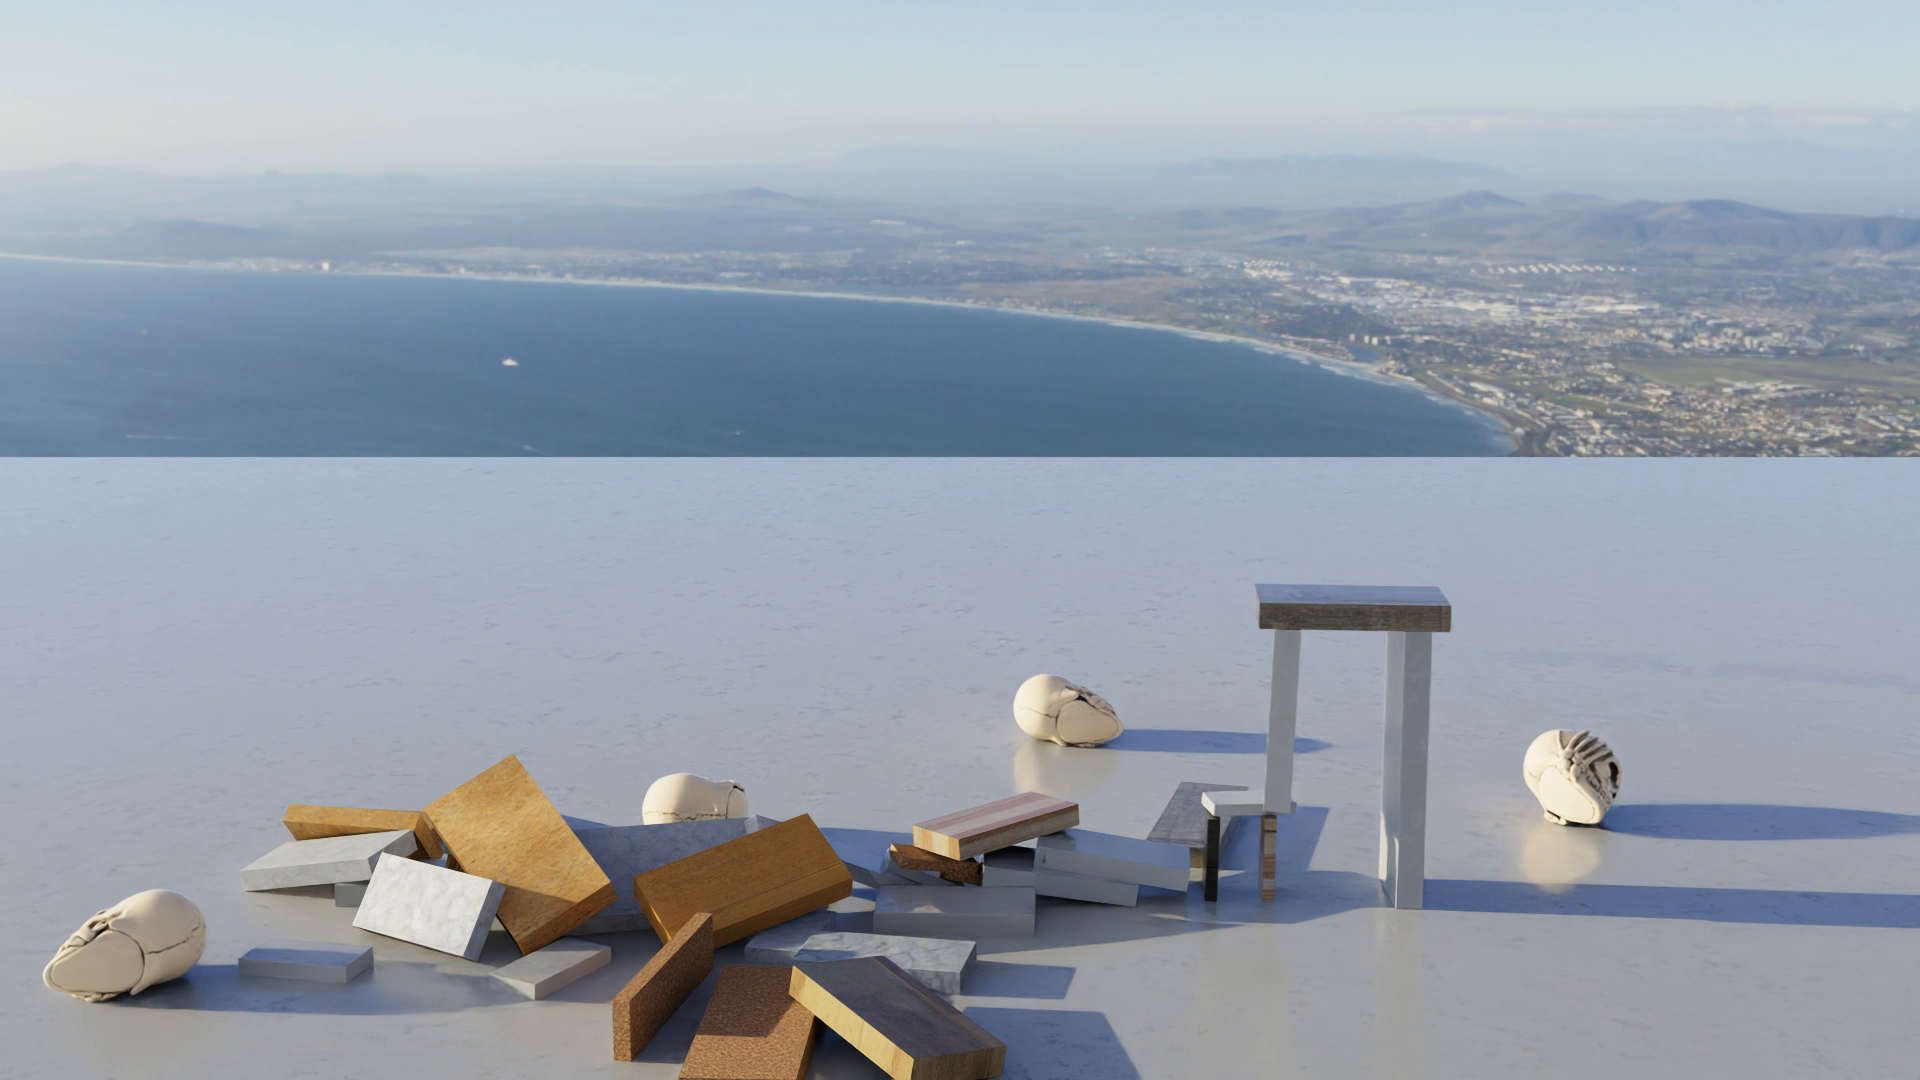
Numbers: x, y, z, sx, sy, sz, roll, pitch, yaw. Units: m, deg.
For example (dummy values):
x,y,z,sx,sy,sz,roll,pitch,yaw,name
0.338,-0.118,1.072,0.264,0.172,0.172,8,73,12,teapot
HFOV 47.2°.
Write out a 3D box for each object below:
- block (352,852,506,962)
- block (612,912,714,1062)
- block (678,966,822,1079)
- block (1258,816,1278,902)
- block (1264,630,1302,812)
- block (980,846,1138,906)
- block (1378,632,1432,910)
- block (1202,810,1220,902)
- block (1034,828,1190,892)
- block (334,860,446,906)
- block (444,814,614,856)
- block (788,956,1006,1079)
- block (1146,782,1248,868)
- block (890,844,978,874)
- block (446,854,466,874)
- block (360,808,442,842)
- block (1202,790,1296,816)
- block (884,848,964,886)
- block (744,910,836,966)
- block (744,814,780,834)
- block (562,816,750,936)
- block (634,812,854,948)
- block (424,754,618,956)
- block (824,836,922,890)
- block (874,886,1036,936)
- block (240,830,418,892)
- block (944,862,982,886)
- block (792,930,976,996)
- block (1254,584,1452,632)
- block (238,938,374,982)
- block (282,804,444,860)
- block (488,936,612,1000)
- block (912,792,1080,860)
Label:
x,y,z,sx,sy,sz,roll,pitch,yaw,name
-0.830,0.572,3.435,0.244,0.122,0.035,7,-21,33,block
-0.424,0.639,3.167,0.025,0.088,0.349,2,11,12,block
-0.280,0.684,3.045,0.153,0.043,0.390,0,11,3,block
0.511,0.521,3.654,0.020,0.141,0.071,1,11,2,block
0.533,0.280,3.624,0.043,0.303,0.152,4,11,9,block
0.163,0.555,3.660,0.255,0.036,0.127,8,10,-2,block
0.734,0.361,3.628,0.043,0.465,0.152,0,11,0,block
0.417,0.521,3.654,0.020,0.141,0.071,2,11,2,block
0.255,0.529,3.673,0.255,0.036,0.127,9,10,4,block
-0.894,0.571,3.669,0.261,0.037,0.131,0,11,0,block
-0.671,0.509,3.667,0.334,0.047,0.167,12,11,0,block
-0.089,0.661,3.033,0.153,0.043,0.307,1,13,-36,block
0.431,0.513,3.982,0.127,0.036,0.384,3,11,15,block
-0.043,0.529,3.650,0.133,0.019,0.067,7,11,-21,block
-0.712,0.542,3.676,0.261,0.037,0.131,13,11,1,block
-1.052,0.520,3.953,0.244,0.035,0.122,2,11,8,block
0.480,0.437,3.655,0.141,0.020,0.071,0,11,-10,block
-0.060,0.555,3.671,0.133,0.019,0.067,21,8,-8,block
-0.263,0.620,3.438,0.091,0.026,0.182,3,11,13,block
-0.277,0.517,3.638,0.026,0.091,0.182,-35,-35,23,block
-0.494,0.541,3.548,0.334,0.047,0.167,-3,49,-14,block
-0.341,0.545,3.460,0.307,0.043,0.153,-18,46,-27,block
-0.700,0.497,3.493,0.167,0.047,0.334,-32,49,-19,block
-0.153,0.545,3.642,0.182,0.026,0.091,22,8,-13,block
-0.007,0.596,3.538,0.255,0.036,0.127,0,11,3,block
-1.058,0.537,3.688,0.261,0.037,0.131,-8,11,22,block
0.038,0.561,3.687,0.133,0.019,0.067,13,10,-5,block
-0.112,0.637,3.319,0.255,0.036,0.127,2,11,11,block
0.637,0.110,3.589,0.303,0.043,0.152,1,11,4,block
-0.993,0.638,3.341,0.176,0.025,0.088,2,11,12,block
-1.025,0.510,3.783,0.244,0.122,0.035,2,51,13,block
-0.616,0.644,3.310,0.088,0.025,0.176,6,12,29,block
0.061,0.478,3.687,0.255,0.036,0.127,-11,11,-36,block
